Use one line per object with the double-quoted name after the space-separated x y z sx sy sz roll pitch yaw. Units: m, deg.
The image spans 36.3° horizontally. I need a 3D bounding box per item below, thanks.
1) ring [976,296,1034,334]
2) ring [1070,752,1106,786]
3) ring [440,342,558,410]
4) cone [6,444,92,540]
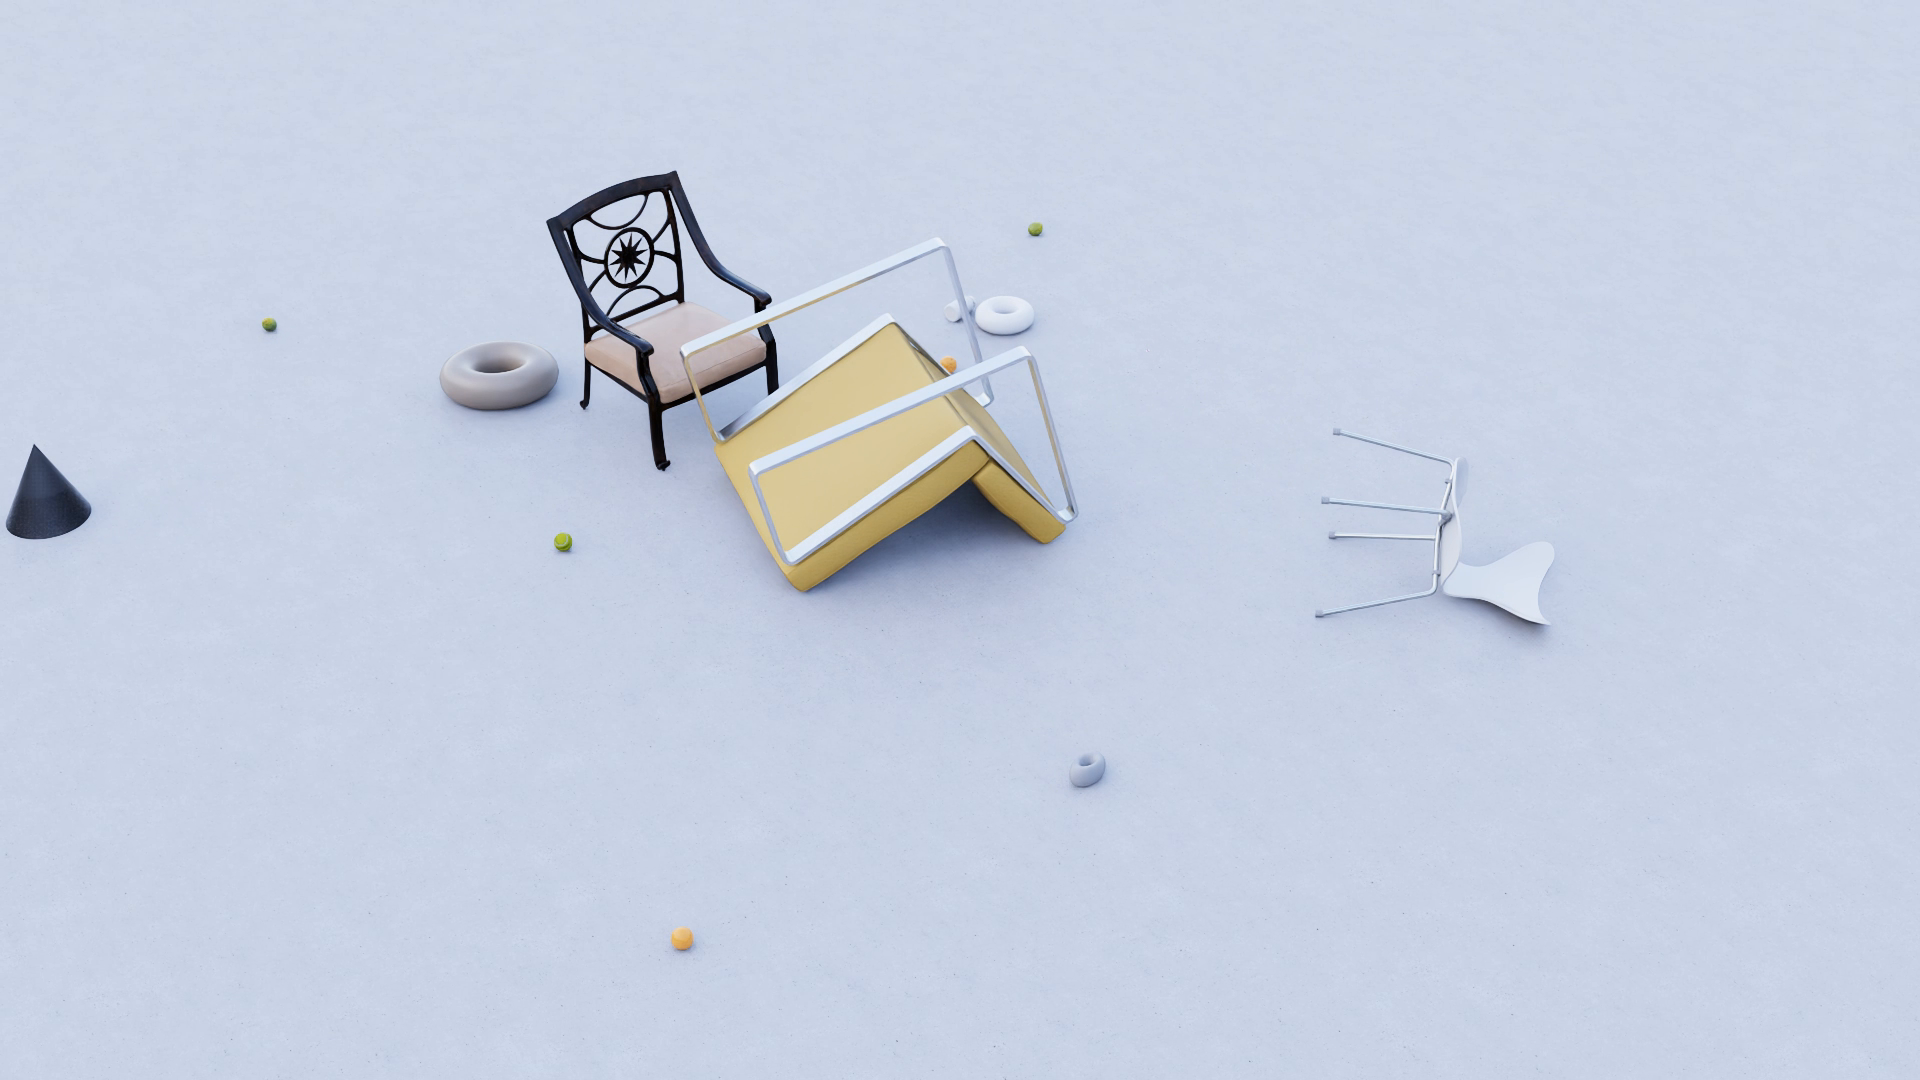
0.187 -0.942 12.295 0.253 0.090 0.231 -13 36 -20 "ring"
0.423 0.760 9.721 0.094 0.078 0.150 25 39 36 "ring"
-1.857 -0.666 11.817 0.479 0.154 0.385 -5 35 -5 "ring"
-3.444 -0.225 10.992 0.303 0.323 0.326 19 38 26 "cone"
